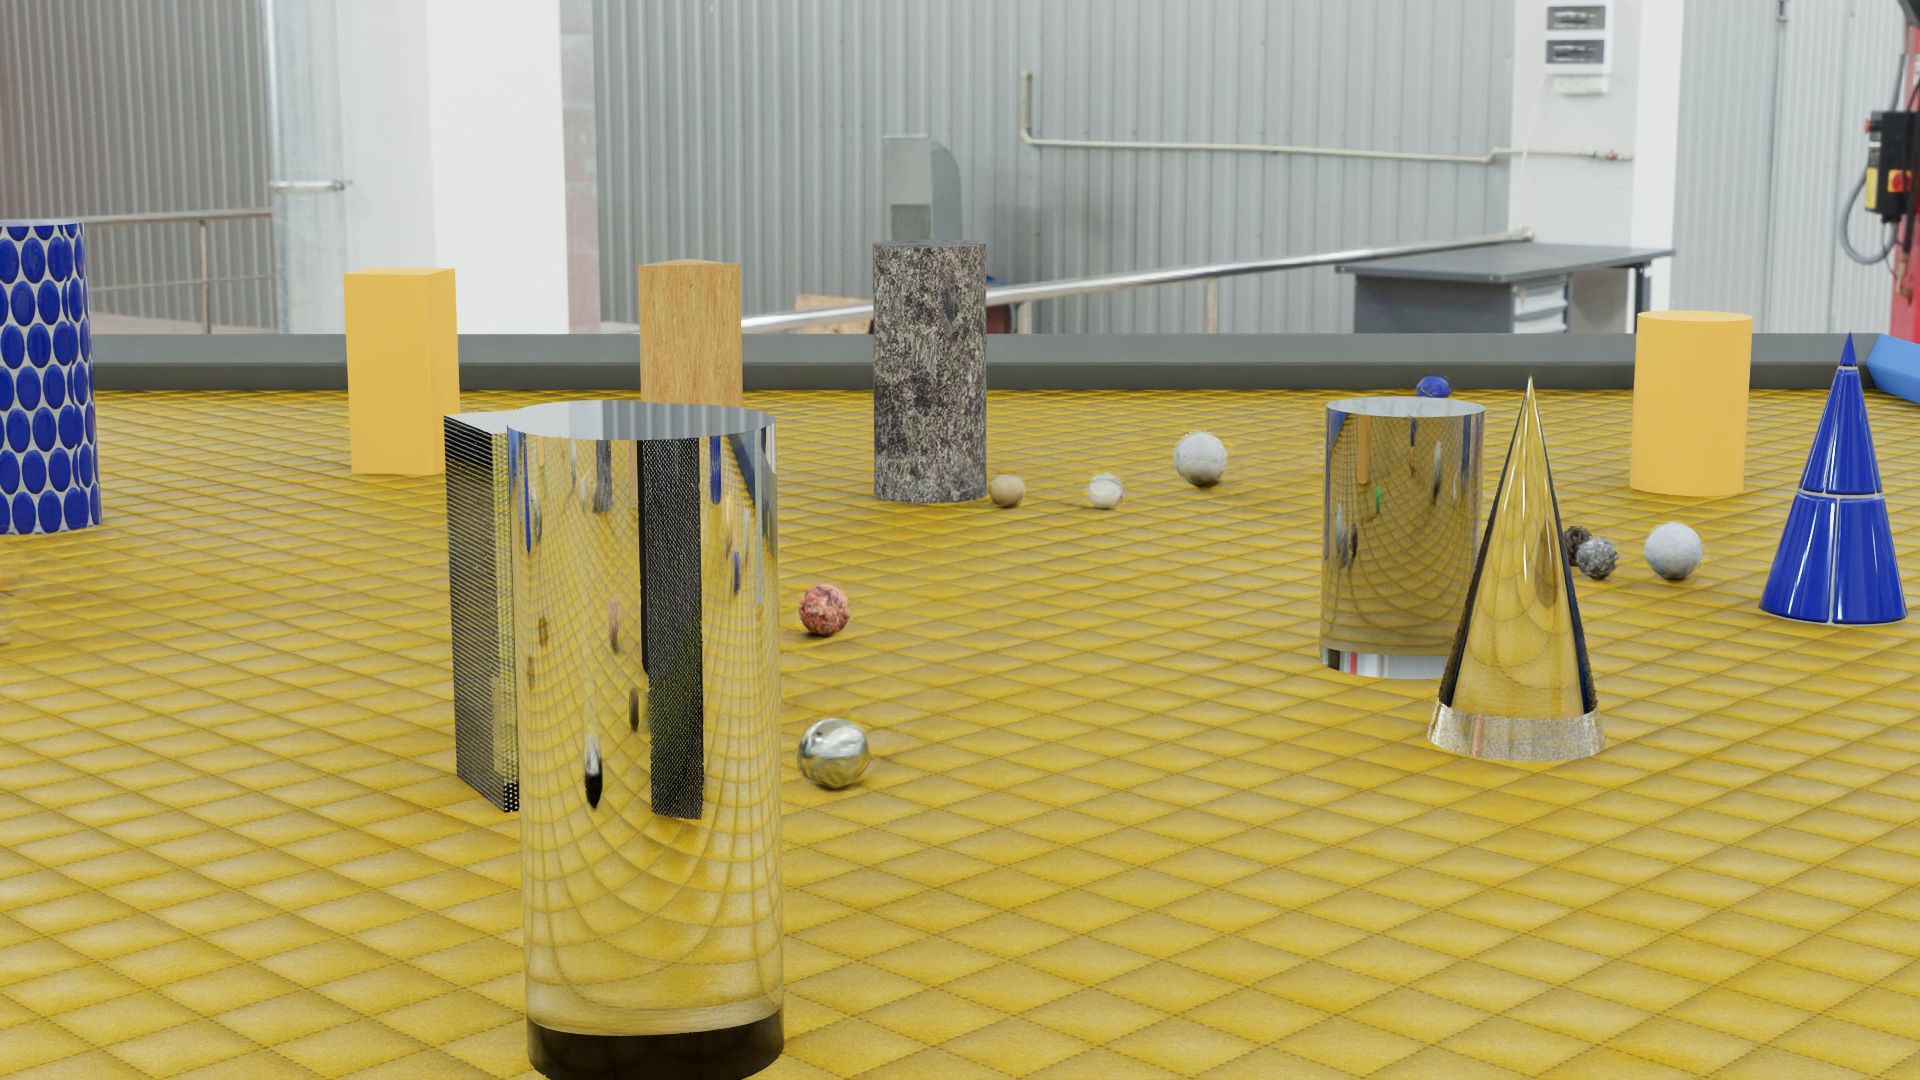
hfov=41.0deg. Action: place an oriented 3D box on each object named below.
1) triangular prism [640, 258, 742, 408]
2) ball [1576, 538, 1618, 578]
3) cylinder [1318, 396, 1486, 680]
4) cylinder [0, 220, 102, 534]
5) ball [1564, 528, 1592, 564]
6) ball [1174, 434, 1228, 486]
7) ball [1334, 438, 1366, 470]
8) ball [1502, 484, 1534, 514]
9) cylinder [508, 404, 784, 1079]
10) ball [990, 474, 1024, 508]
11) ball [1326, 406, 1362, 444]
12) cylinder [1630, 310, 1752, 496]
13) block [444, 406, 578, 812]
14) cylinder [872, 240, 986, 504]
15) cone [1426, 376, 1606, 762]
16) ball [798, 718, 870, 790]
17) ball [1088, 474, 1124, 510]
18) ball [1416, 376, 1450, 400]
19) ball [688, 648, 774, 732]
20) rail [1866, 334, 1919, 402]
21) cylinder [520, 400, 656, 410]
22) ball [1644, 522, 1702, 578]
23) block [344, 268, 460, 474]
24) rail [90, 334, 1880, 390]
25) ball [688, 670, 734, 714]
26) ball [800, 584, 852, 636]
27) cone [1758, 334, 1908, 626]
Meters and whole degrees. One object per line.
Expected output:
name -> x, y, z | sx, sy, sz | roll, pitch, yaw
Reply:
triangular prism -> -0.460, -0.276, 4.368 | 0.166, 0.395, 0.144 | -2, 11, -8
ball -> 0.910, 0.026, 3.667 | 0.058, 0.058, 0.058 | 0, 11, 0
cylinder -> 0.540, -0.006, 3.137 | 0.192, 0.316, 0.192 | 0, 11, 0
cylinder -> -1.474, -0.262, 4.064 | 0.192, 0.479, 0.192 | 0, 11, 0
ball -> 0.903, 0.010, 3.770 | 0.053, 0.053, 0.053 | 0, 11, 0
ball -> 0.419, -0.140, 4.468 | 0.092, 0.092, 0.092 | 0, 11, 0
ball -> 0.706, -0.155, 4.642 | 0.058, 0.058, 0.058 | 0, 11, 0
ball -> 0.913, -0.068, 4.198 | 0.050, 0.050, 0.050 | 0, 11, 0
cylinder -> -0.228, 0.147, 1.883 | 0.192, 0.473, 0.192 | 0, 11, 0
ball -> 0.077, -0.082, 4.254 | 0.057, 0.057, 0.057 | 0, 11, 0
ball -> 0.743, -0.222, 4.968 | 0.071, 0.071, 0.071 | 0, 11, 0
cylinder -> 1.263, -0.239, 4.437 | 0.192, 0.298, 0.192 | 0, 11, 0
block -> -0.417, 0.064, 2.592 | 0.153, 0.376, 0.153 | -6, 12, -28
cylinder -> -0.051, -0.289, 4.351 | 0.192, 0.428, 0.192 | 0, 11, 0
cone -> 0.607, 0.020, 2.765 | 0.192, 0.400, 0.192 | 0, 11, 0
ball -> -0.128, 0.217, 2.601 | 0.073, 0.073, 0.073 | 0, 11, 0
ball -> 0.242, -0.080, 4.234 | 0.060, 0.060, 0.060 | 0, 11, 0
ball -> 1.005, -0.313, 5.453 | 0.073, 0.073, 0.073 | 0, 11, 0
ball -> -0.252, 0.165, 2.823 | 0.093, 0.093, 0.093 | 0, 11, 0
rail -> 2.068, 0.030, 3.461 | 0.045, 0.125, 4.751 | 0, 11, 0
cylinder -> -0.451, -0.012, 3.201 | 0.192, 0.303, 0.192 | 0, 11, 0
ball -> 1.019, 0.016, 3.665 | 0.080, 0.080, 0.080 | 0, 11, 0
block -> -1.008, -0.308, 4.648 | 0.153, 0.357, 0.153 | 1, 11, 8
rail -> -0.014, -0.398, 5.761 | 4.183, 0.125, 0.045 | 0, 11, 0
ball -> -0.281, 0.172, 2.902 | 0.051, 0.051, 0.051 | 0, 11, 0
ball -> -0.174, 0.090, 3.303 | 0.067, 0.067, 0.067 | 0, 11, 0
cone -> 1.175, -0.091, 3.421 | 0.192, 0.379, 0.192 | 0, 11, 0
